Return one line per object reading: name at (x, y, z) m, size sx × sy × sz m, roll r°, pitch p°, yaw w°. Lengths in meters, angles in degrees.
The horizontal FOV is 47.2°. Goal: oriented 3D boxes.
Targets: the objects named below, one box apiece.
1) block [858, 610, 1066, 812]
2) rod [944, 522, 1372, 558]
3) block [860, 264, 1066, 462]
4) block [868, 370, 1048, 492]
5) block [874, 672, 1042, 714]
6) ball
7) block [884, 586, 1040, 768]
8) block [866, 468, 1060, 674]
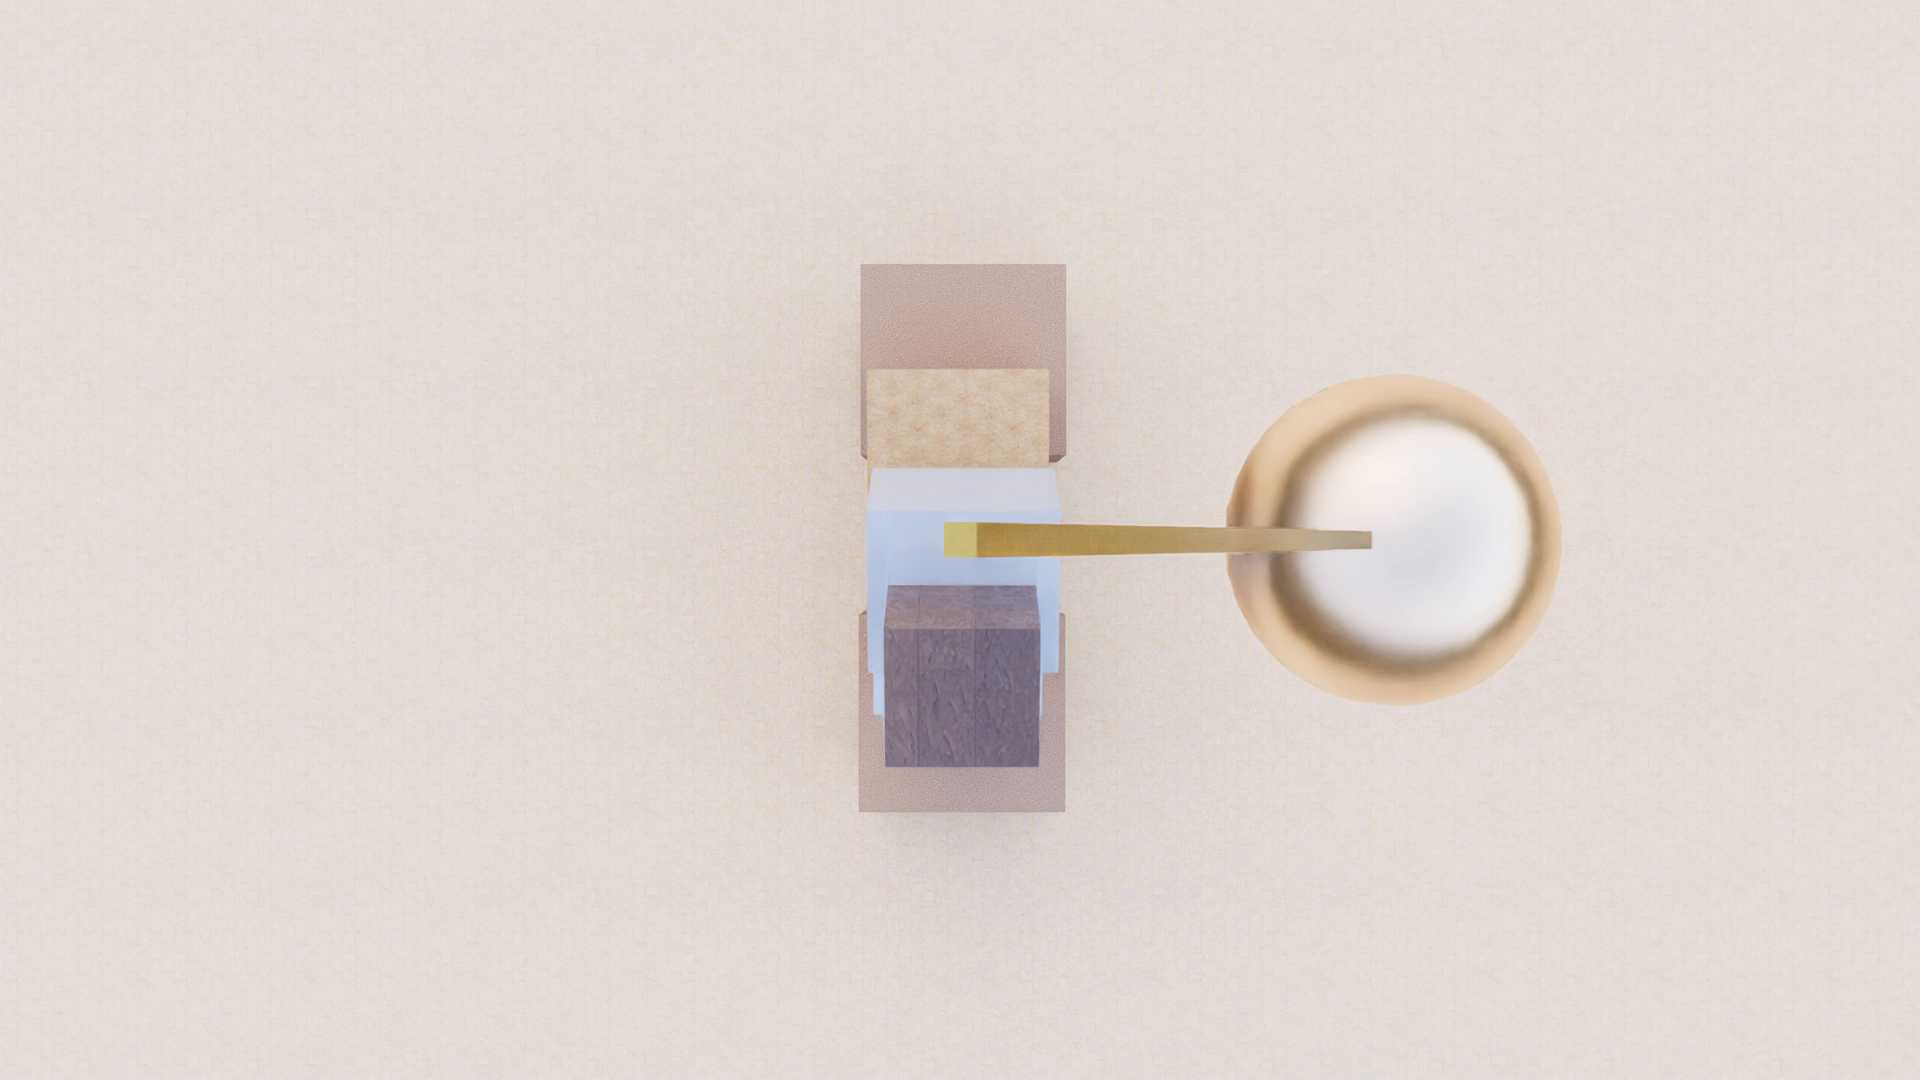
block at (0.011, 0.952, 12.528) m, size 1.133 × 0.944 × 1.082 m, roll 0°, pitch 90°, yaw 0°
rod at (0.899, 0.000, 7.390) m, size 0.080 × 5.200 × 0.080 m, roll 0°, pitch 90°, yaw 20°
block at (0.019, -0.977, 12.450) m, size 1.114 × 1.099 × 1.032 m, roll 0°, pitch 90°, yaw 0°
block at (-0.010, -0.424, 11.447) m, size 0.908 × 0.909 × 0.881 m, roll 0°, pitch 91°, yaw 0°
block at (-0.011, 0.453, 11.585) m, size 0.852 × 0.943 × 0.859 m, roll 0°, pitch 90°, yaw 0°
ball at (2.074, 0.000, 10.580) m, size 1.600 × 1.600 × 1.600 m, roll 0°, pitch 90°, yaw 0°
block at (0.009, 0.613, 10.034) m, size 0.688 × 0.628 × 0.653 m, roll 0°, pitch 107°, yaw 0°
block at (0.015, 0.135, 10.627) m, size 0.896 × 0.780 × 0.794 m, roll 0°, pitch 106°, yaw 0°
